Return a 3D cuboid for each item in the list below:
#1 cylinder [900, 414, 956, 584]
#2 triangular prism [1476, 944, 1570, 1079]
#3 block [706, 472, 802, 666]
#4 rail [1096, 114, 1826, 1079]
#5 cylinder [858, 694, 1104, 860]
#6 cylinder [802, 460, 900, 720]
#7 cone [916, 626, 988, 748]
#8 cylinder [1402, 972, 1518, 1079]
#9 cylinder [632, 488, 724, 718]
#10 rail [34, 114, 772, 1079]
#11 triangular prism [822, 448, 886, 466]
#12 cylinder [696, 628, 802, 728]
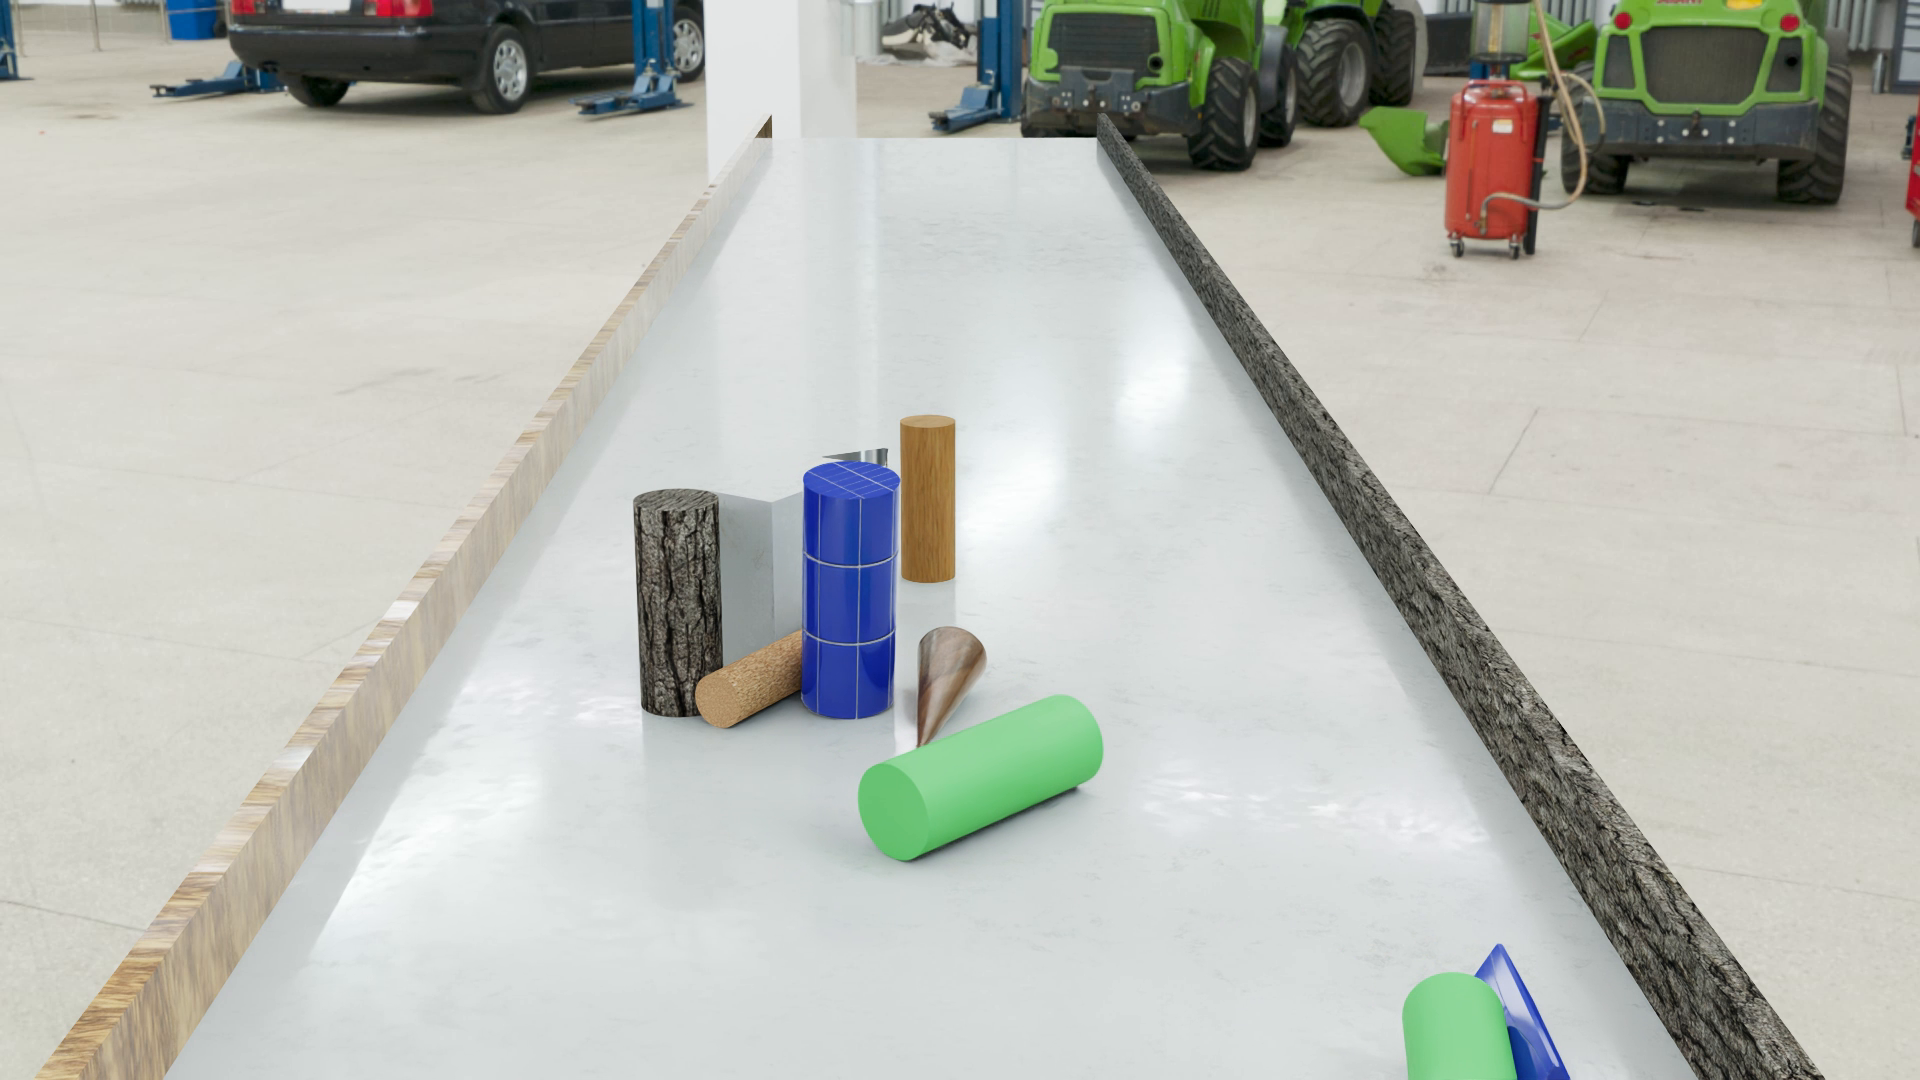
[{"bbox_3d":[-0.071,-0.092,4.911,0.123,0.356,0.123,0,17,0],"label":"cylinder"},{"bbox_3d":[0.741,0.646,2.888,0.104,0.090,0.329,0,17,1],"label":"triangular prism"},{"bbox_3d":[-0.384,0.067,4.371,0.164,0.359,0.164,11,20,32],"label":"block"},{"bbox_3d":[0.932,-0.844,7.801,0.050,0.150,12.000,0,17,-1],"label":"rail"},{"bbox_3d":[0.040,0.387,3.642,0.160,0.160,0.428,15,22,41],"label":"cylinder"},{"bbox_3d":[-0.205,0.095,4.085,0.178,0.449,0.178,2,24,-1],"label":"cylinder"},{"bbox_3d":[-0.046,0.309,4.070,0.138,0.138,0.365,3,27,9],"label":"cone"},{"bbox_3d":[0.625,0.673,2.735,0.132,0.132,0.325,2,17,7],"label":"cylinder"},{"bbox_3d":[-0.527,0.117,4.129,0.158,0.400,0.158,0,16,0],"label":"cylinder"},{"bbox_3d":[-1.118,-0.838,7.780,0.050,0.150,12.000,0,17,-1],"label":"rail"},{"bbox_3d":[-0.190,-0.016,4.682,0.153,0.341,0.133,10,19,30],"label":"triangular prism"},{"bbox_3d":[-0.343,0.247,4.215,0.103,0.103,0.405,9,19,29],"label":"cylinder"}]
